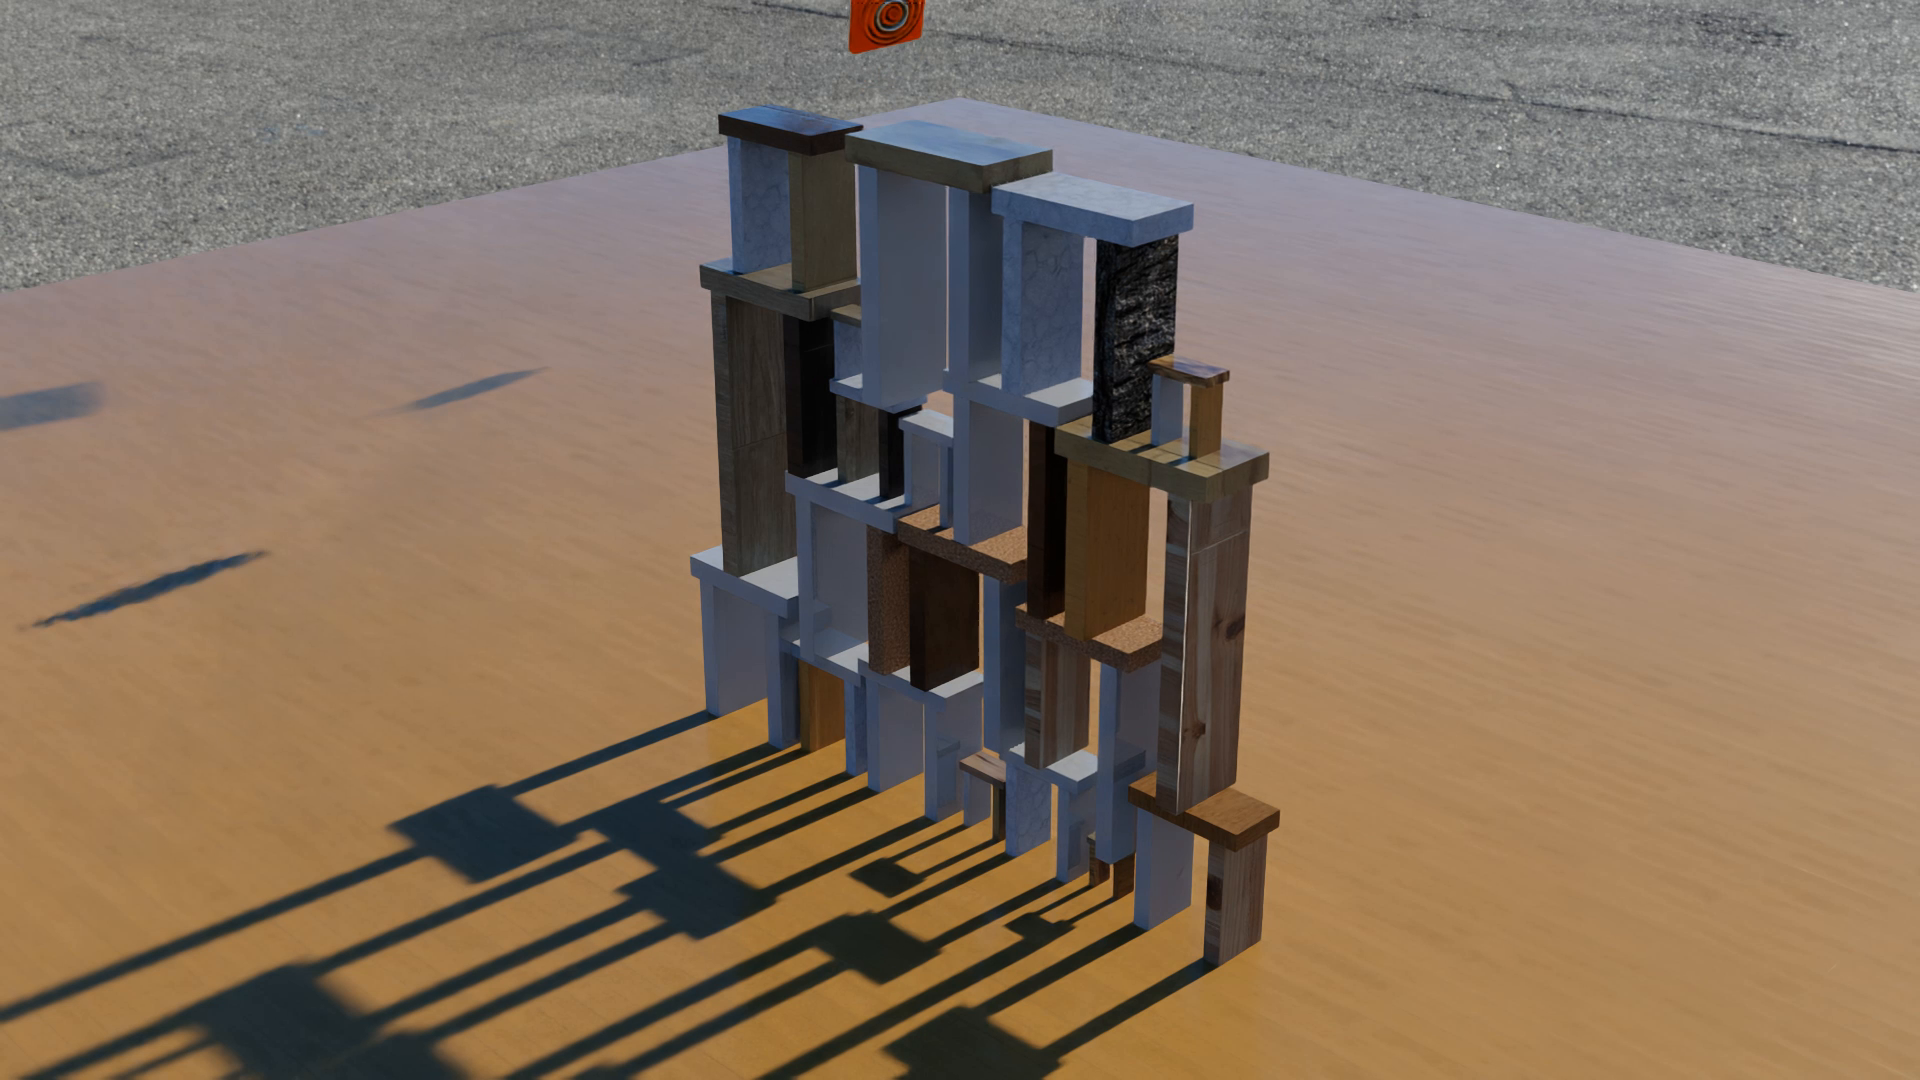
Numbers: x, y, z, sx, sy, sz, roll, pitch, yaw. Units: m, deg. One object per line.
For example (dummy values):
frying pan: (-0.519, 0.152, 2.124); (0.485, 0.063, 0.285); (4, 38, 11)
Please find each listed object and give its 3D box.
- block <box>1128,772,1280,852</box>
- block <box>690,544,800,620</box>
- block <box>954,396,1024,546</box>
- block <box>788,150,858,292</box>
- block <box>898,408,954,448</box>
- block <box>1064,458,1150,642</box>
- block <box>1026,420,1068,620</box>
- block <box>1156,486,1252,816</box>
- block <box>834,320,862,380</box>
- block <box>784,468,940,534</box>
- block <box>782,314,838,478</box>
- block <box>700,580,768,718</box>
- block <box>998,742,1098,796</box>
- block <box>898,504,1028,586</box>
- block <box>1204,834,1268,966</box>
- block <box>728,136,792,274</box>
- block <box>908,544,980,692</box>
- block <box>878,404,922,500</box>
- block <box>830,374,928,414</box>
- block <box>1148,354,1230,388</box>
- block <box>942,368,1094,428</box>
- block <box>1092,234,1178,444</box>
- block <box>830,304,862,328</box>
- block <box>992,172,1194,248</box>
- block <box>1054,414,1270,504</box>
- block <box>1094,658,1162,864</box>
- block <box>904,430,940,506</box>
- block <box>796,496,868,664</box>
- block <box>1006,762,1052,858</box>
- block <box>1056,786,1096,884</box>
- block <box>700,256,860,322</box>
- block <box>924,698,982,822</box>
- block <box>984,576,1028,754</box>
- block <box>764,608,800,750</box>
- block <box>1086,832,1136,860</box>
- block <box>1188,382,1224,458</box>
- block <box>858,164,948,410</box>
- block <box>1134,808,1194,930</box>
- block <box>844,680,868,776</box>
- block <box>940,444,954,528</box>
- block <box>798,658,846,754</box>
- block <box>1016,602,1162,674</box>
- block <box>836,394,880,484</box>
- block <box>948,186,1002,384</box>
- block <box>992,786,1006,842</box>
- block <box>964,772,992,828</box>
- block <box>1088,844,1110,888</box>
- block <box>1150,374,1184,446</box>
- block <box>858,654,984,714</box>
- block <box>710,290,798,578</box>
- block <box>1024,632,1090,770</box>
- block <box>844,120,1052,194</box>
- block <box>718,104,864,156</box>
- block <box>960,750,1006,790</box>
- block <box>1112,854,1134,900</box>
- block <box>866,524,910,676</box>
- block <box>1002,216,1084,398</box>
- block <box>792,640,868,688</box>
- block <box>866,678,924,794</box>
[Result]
block: (0.437, 0.478, 3.953); (0.124, 0.035, 0.248); (-21, 31, -41)
block: (-0.414, 0.077, 4.703); (0.320, 0.045, 0.160); (21, 31, 41)
block: (0.053, -0.147, 4.109); (0.145, 0.290, 0.041); (-21, 31, -41)
block: (-0.264, -0.626, 4.252); (0.038, 0.271, 0.135); (21, 31, 41)
block: (-0.038, -0.212, 4.179); (0.076, 0.022, 0.152); (-20, 30, -39)
block: (0.264, -0.004, 3.934); (0.169, 0.338, 0.048); (-21, 31, -40)
block: (0.188, -0.052, 3.998); (0.145, 0.377, 0.041); (-21, 31, -40)
block: (0.425, 0.180, 3.838); (0.048, 0.602, 0.169); (21, 31, 41)
block: (-0.218, -0.378, 4.300); (0.017, 0.120, 0.060); (20, 30, 40)
block: (-0.185, -0.097, 4.381); (0.316, 0.045, 0.158); (21, 31, 41)
block: (-0.270, -0.304, 4.387); (0.047, 0.333, 0.167); (21, 31, 41)
block: (-0.489, 0.216, 4.843); (0.045, 0.319, 0.160); (21, 31, 41)
block: (0.182, 0.423, 4.211); (0.202, 0.029, 0.101); (21, 31, 40)
block: (0.040, 0.001, 4.186); (0.302, 0.043, 0.151); (21, 31, 41)
block: (0.496, 0.631, 3.954); (0.035, 0.248, 0.124); (21, 31, 41)
block: (-0.392, -0.676, 4.369); (0.038, 0.271, 0.135); (21, 31, 41)
block: (-0.030, 0.132, 4.320); (0.043, 0.302, 0.151); (21, 31, 41)
block: (-0.116, -0.178, 4.281); (0.026, 0.183, 0.091); (21, 31, 41)
block: (-0.159, -0.291, 4.280); (0.183, 0.026, 0.091); (21, 31, 40)
block: (0.383, -0.284, 3.692); (0.126, 0.018, 0.063); (21, 31, 40)
block: (0.121, -0.272, 3.981); (0.145, 0.041, 0.290); (-21, 31, -40)
block: (0.299, -0.354, 3.755); (0.045, 0.350, 0.159); (21, 31, 40)
block: (-0.189, -0.429, 4.244); (0.120, 0.017, 0.060); (21, 31, 40)
block: (0.223, -0.565, 3.747); (0.319, 0.045, 0.159); (21, 31, 40)
block: (0.344, -0.150, 3.785); (0.338, 0.048, 0.169); (21, 31, 40)
block: (0.315, 0.392, 4.054); (0.139, 0.404, 0.039); (-21, 31, -40)
block: (-0.073, -0.147, 4.249); (0.076, 0.152, 0.022); (-21, 31, -40)
block: (-0.260, 0.060, 4.529); (0.045, 0.360, 0.158); (21, 31, 41)
block: (0.135, 0.511, 4.299); (0.029, 0.202, 0.101); (21, 31, 40)
block: (0.231, 0.547, 4.213); (0.029, 0.202, 0.101); (21, 31, 40)
block: (-0.348, -0.510, 4.385); (0.333, 0.047, 0.166); (21, 31, 41)
block: (-0.013, 0.429, 4.424); (0.127, 0.254, 0.036); (-21, 31, -41)
block: (0.113, 0.216, 4.199); (0.151, 0.362, 0.043); (-21, 30, -41)
block: (-0.338, 0.275, 4.705); (0.045, 0.319, 0.160); (21, 31, 41)
block: (0.288, 0.574, 4.158); (0.045, 0.013, 0.091); (-21, 31, -40)
block: (0.413, -0.206, 3.692); (0.018, 0.126, 0.063); (21, 31, 41)
block: (-0.105, -0.489, 4.126); (0.050, 0.459, 0.176); (21, 31, 41)
block: (0.379, 0.586, 4.062); (0.035, 0.248, 0.124); (21, 31, 41)
block: (-0.190, 0.377, 4.597); (0.030, 0.215, 0.108); (21, 31, 41)
block: (-0.004, -0.111, 4.182); (0.022, 0.168, 0.076); (21, 31, 40)
block: (-0.291, 0.337, 4.690); (0.030, 0.215, 0.108); (21, 31, 41)
block: (0.250, 0.162, 4.028); (0.139, 0.039, 0.278); (-21, 31, -40)
block: (-0.202, -0.212, 4.361); (0.026, 0.183, 0.091); (21, 31, 41)
block: (0.058, -0.474, 3.954); (0.050, 0.352, 0.176); (20, 30, 39)
block: (0.092, 0.531, 4.352); (0.017, 0.122, 0.061); (21, 31, 41)
block: (0.035, 0.509, 4.405); (0.017, 0.122, 0.061); (21, 31, 41)
block: (0.267, 0.614, 4.197); (0.045, 0.091, 0.013); (-21, 31, -40)
block: (0.353, -0.229, 3.747); (0.018, 0.126, 0.063); (21, 31, 41)
block: (-0.073, 0.273, 4.422); (0.254, 0.036, 0.127); (21, 31, 41)
block: (-0.427, -0.234, 4.587); (0.047, 0.619, 0.166); (21, 31, 41)
block: (0.185, 0.282, 4.151); (0.039, 0.278, 0.139); (21, 31, 40)
block: (-0.023, -0.691, 3.951); (0.176, 0.050, 0.352); (-21, 31, -41)
block: (-0.328, -0.794, 4.250); (0.271, 0.038, 0.135); (21, 31, 41)
block: (0.064, 0.456, 4.351); (0.122, 0.017, 0.061); (21, 31, 41)
block: (0.310, 0.630, 4.158); (0.045, 0.091, 0.013); (-21, 31, -40)
block: (-0.111, 0.098, 4.384); (0.158, 0.316, 0.045); (-21, 31, -40)
block: (0.147, -0.427, 3.885); (0.159, 0.319, 0.045); (-21, 31, -40)
block: (-0.241, 0.244, 4.596); (0.108, 0.030, 0.215); (-21, 31, -41)
block: (-0.133, 0.383, 4.534); (0.036, 0.254, 0.127); (21, 31, 41)
